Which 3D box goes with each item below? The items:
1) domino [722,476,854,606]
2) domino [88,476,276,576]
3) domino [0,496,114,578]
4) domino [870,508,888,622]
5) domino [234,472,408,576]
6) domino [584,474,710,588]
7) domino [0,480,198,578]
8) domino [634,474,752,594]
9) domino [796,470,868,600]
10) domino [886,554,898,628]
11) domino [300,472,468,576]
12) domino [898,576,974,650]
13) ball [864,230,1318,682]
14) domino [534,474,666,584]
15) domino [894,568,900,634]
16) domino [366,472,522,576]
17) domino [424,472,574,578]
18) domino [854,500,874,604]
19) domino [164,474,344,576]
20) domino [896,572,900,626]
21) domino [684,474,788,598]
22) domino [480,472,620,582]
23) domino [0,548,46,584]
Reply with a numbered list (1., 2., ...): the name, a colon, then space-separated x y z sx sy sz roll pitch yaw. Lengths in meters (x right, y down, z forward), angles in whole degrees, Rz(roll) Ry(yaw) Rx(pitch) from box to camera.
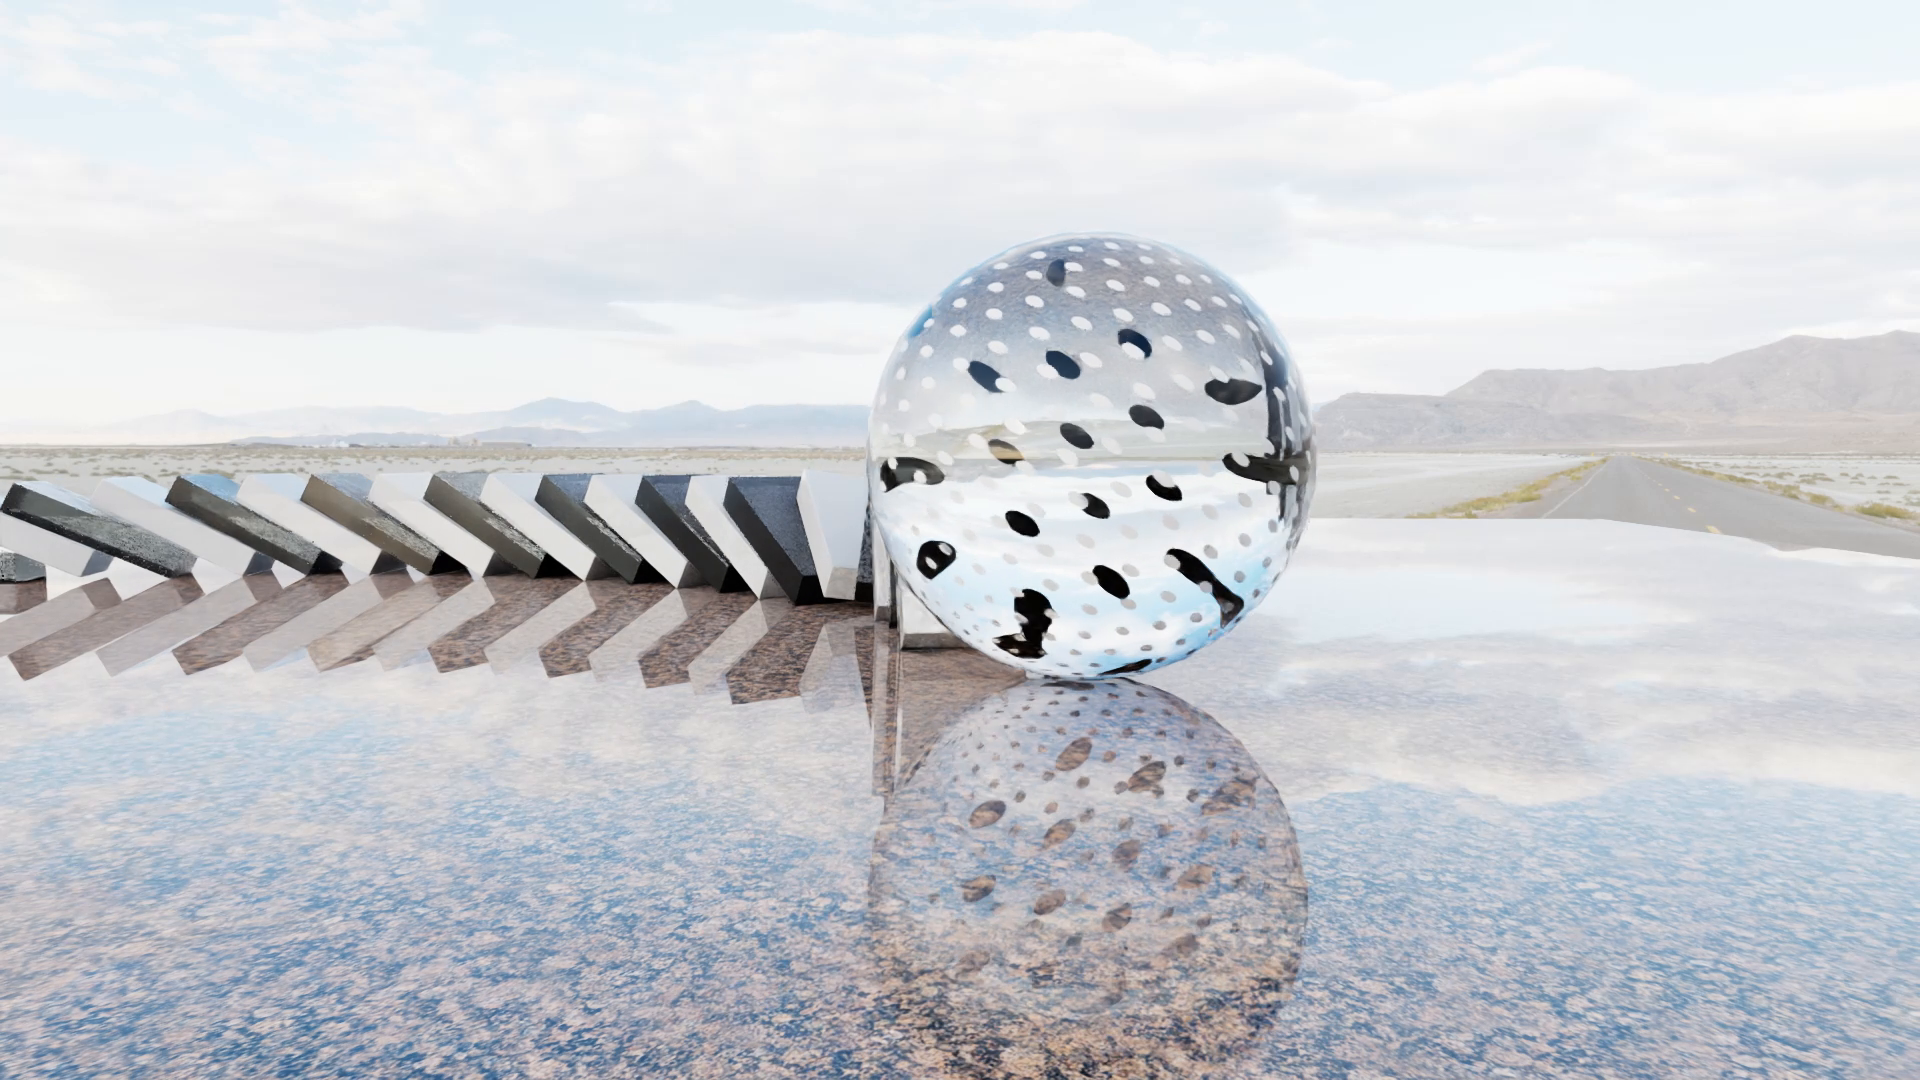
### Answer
1. domino: -0.044 -0.001 0.359 0.025 0.010 0.050 -3 35 -35
2. domino: -0.252 -0.005 0.419 0.050 0.009 0.025 27 0 -10
3. domino: -0.295 -0.004 0.401 0.050 0.009 0.025 26 -4 -17
4. domino: -0.009 -0.005 0.316 0.025 0.050 0.009 -1 -26 -7
5. domino: -0.210 -0.006 0.427 0.050 0.009 0.025 29 5 1
6. domino: -0.091 -0.004 0.398 0.050 0.009 0.025 37 25 29
7. domino: -0.272 -0.003 0.409 0.050 0.009 0.025 26 -4 -18
8. domino: -0.074 -0.003 0.387 0.025 0.009 0.050 -4 36 -46
9. domino: -0.028 -0.001 0.349 0.025 0.009 0.050 7 30 -21
10. domino: -0.005 -0.004 0.305 0.025 0.050 0.009 -1 -26 -7
11. domino: -0.189 -0.006 0.427 0.050 0.009 0.025 30 8 5
12. domino: -0.001 -0.002 0.272 0.025 0.050 0.010 -1 -26 -7
13. ball: 0.023 -0.015 0.231 0.080 0.080 0.080 0 4 0
14. domino: -0.109 -0.004 0.408 0.050 0.009 0.025 35 21 26
15. domino: -0.003 -0.003 0.294 0.025 0.050 0.009 -1 -26 -7
16. domino: -0.168 -0.006 0.426 0.050 0.009 0.025 31 12 12
17. domino: -0.148 -0.006 0.422 0.050 0.009 0.025 32 14 15
18. domino: -0.011 -0.006 0.330 0.025 0.050 0.009 8 -34 -4
19. domino: -0.231 -0.005 0.424 0.050 0.009 0.025 29 2 -4
20. domino: -0.002 -0.003 0.283 0.025 0.050 0.009 -1 -26 -7
21. domino: -0.058 -0.002 0.374 0.025 0.009 0.050 -3 35 -39
22. domino: -0.128 -0.005 0.416 0.050 0.009 0.025 34 17 20
23. domino: -0.315 0.008 0.394 0.050 0.009 0.025 -1 4 -18
